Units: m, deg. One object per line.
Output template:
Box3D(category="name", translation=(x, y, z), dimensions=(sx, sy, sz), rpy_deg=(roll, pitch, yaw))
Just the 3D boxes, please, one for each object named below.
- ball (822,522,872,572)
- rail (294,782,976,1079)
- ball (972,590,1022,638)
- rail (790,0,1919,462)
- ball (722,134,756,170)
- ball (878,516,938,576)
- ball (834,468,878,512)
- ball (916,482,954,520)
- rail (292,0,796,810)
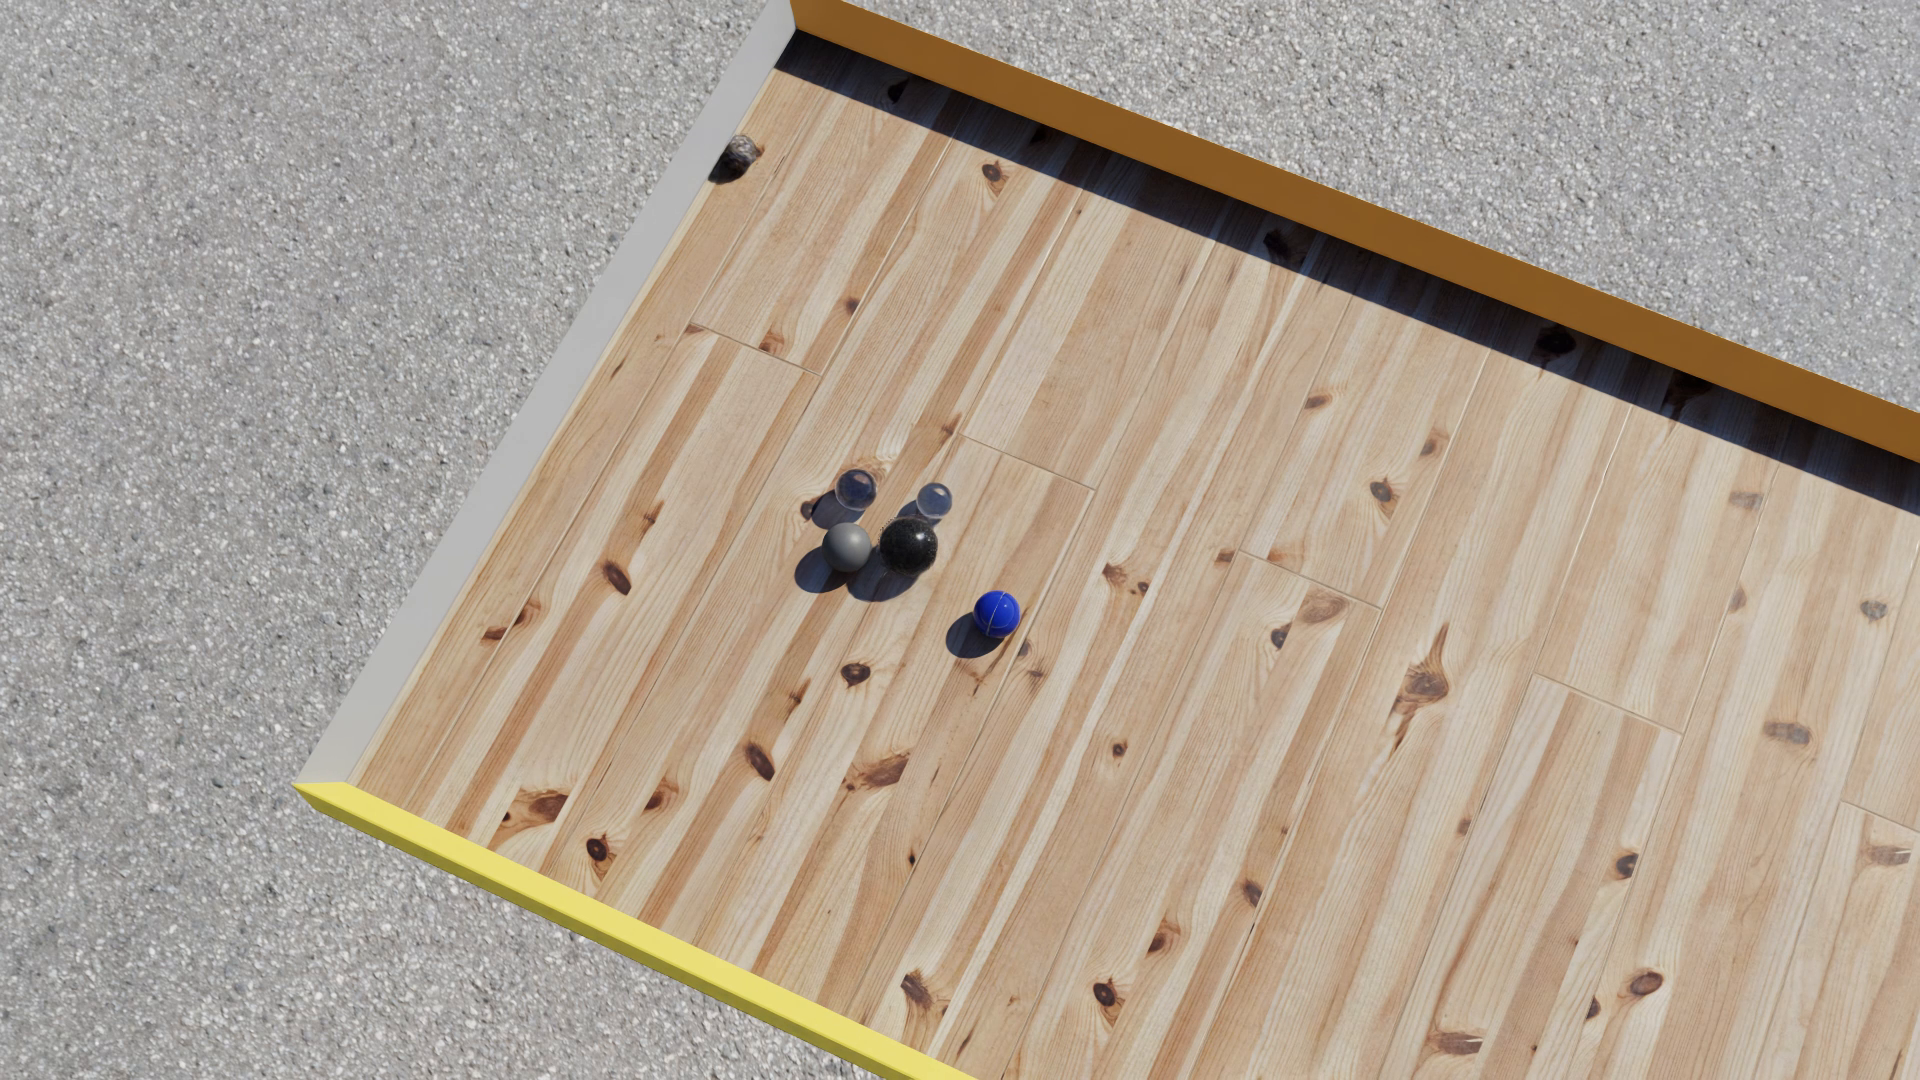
Box3D(category="ball", translation=(-0.181, 0.012, 3.516), dimensions=(0.080, 0.080, 0.080), rpy_deg=(0, 67, 0))
Box3D(category="rail", translation=(0.321, 0.923, 3.094), dimensions=(2.877, 0.125, 0.045), rpy_deg=(23, 68, 10))
Box3D(category="ball", translation=(0.058, 0.117, 3.472), dimensions=(0.077, 0.077, 0.077), rpy_deg=(0, 67, 0))
Box3D(category="rail", translation=(0.984, -0.389, 3.664), dimensions=(2.877, 0.125, 0.045), rpy_deg=(23, 68, 10))
Box3D(category="ball", translation=(-0.383, -0.675, 3.826), dimensions=(0.059, 0.059, 0.059), rpy_deg=(0, 67, 0))
Box3D(category="ball", translation=(-0.082, 0.011, 3.507), dimensions=(0.096, 0.096, 0.096), rpy_deg=(0, 67, 0))
Box3D(category="ball", translation=(-0.168, -0.081, 3.561), dimensions=(0.071, 0.071, 0.071), rpy_deg=(0, 67, 0))
Box3D(category="ball", translation=(-0.041, -0.064, 3.559), dimensions=(0.061, 0.061, 0.061), rpy_deg=(0, 67, 0))
Box3D(category="rail", translation=(-0.631, -0.278, 3.616), dimensions=(0.045, 0.125, 1.625), rpy_deg=(23, 68, 10))
